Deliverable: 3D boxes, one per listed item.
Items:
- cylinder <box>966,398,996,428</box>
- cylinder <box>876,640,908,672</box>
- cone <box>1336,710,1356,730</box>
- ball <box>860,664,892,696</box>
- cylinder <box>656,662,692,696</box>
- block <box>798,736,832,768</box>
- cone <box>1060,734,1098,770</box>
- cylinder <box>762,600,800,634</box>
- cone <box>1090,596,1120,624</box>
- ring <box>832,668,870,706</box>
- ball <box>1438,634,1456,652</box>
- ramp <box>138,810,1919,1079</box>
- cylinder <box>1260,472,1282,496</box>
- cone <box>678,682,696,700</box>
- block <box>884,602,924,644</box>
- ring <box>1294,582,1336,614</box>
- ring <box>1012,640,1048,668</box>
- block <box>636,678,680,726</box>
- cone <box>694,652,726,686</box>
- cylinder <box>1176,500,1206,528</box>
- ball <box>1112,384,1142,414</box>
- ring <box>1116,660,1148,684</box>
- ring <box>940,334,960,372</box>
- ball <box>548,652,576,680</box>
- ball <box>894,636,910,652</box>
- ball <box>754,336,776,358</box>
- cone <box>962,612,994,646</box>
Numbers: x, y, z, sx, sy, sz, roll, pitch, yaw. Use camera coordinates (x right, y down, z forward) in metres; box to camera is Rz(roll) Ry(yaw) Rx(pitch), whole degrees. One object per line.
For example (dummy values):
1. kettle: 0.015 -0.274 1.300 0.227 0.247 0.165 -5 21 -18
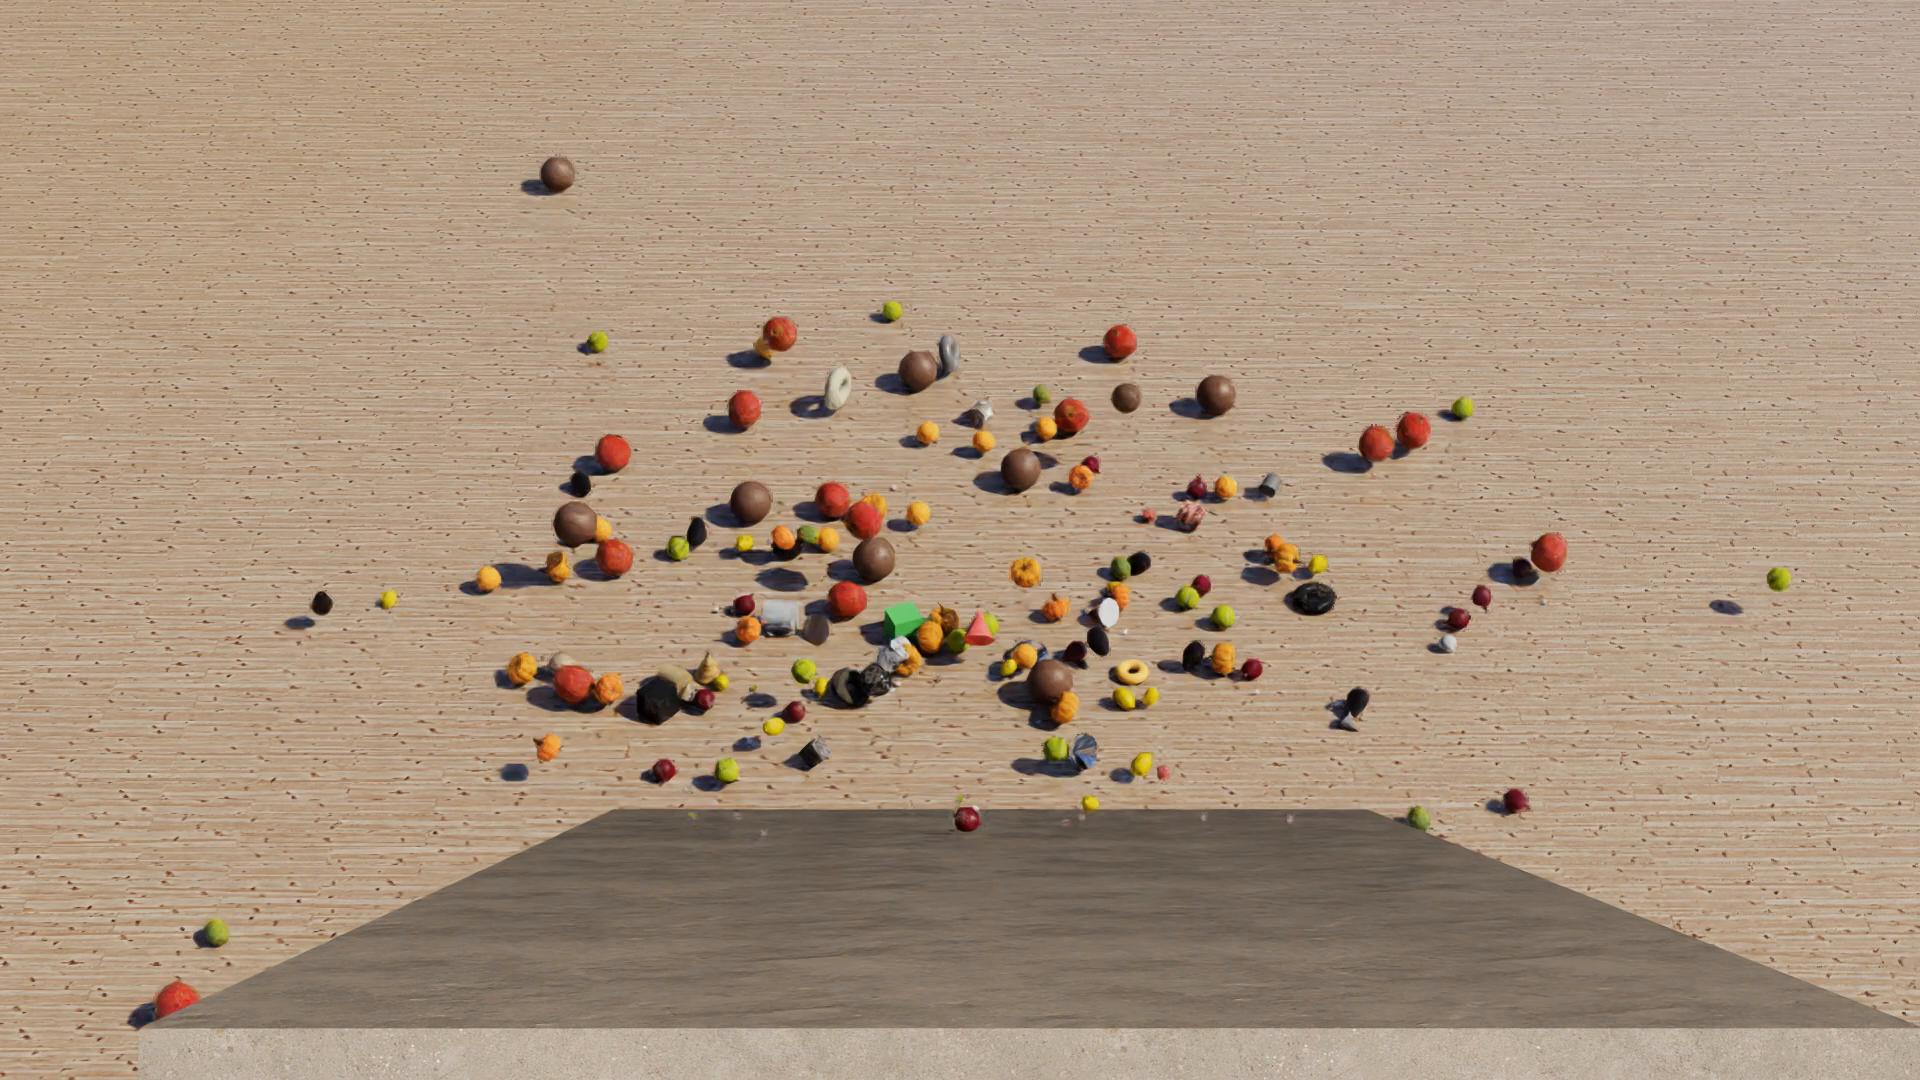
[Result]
1. cylinder: 0.071 -0.415 8.501 0.070 0.070 0.070 20 41 24
2. cylinder: -0.191 0.327 7.313 0.065 0.065 0.065 36 23 -18
3. cone: 1.093 0.516 7.281 0.055 0.055 0.055 42 45 -1
4. ball: -0.238 0.395 7.326 0.093 0.093 0.093 0 37 0
5. cylinder: -0.813 0.397 7.404 0.074 0.074 0.074 25 43 29
6. block: -0.397 0.583 7.139 0.056 0.056 0.056 54 35 -3
7. cone: 0.310 0.580 7.138 0.097 0.097 0.097 -4 25 46
8. cylinder: -0.525 0.223 7.620 0.091 0.091 0.091 5 37 10
9. cone: 0.411 0.214 7.681 0.085 0.085 0.085 -13 20 45
10. ring: -0.310 0.417 7.376 0.121 0.040 0.121 20 43 -20
11. ball: 1.417 0.300 7.554 0.051 0.051 0.051 0 37 0
12. ramp: 0.081 0.681 4.908 2.000 0.100 4.000 0 -2 0
13. cylinder: 0.975 -0.173 8.158 0.053 0.053 0.053 19 56 24
14. cone: -0.771 0.424 7.371 0.052 0.052 0.052 6 9 -1
15. block: -0.164 0.247 7.595 0.087 0.087 0.087 -14 39 -18
16. ring: 1.055 0.173 7.734 0.127 0.042 0.127 0 38 0
17. ring: 0.201 0.330 7.526 0.108 0.036 0.108 0 36 0
18. block: -0.851 0.455 7.320 0.082 0.082 0.082 25 43 30
19. cone: -0.719 0.355 7.446 0.090 0.090 0.090 1 36 0
20. cylinder: 0.714 -0.080 8.030 0.070 0.070 0.070 28 42 7
21. ball: 0.519 -0.442 8.117 0.095 0.095 0.095 0 37 0
22. ring: 0.493 0.379 7.465 0.096 0.032 0.096 -1 37 1
23. ring: -0.036 -0.624 8.705 0.042 0.126 0.126 -7 34 17
24. ball: -1.140 0.361 7.449 0.078 0.078 0.078 0 37 0
25. ball: -0.172 0.308 7.537 0.059 0.059 0.059 0 37 0
26. ball: -0.661 -0.655 8.825 0.070 0.070 0.070 0 37 0
27. cone: 0.055 0.245 7.459 0.091 0.091 0.091 2 68 2
